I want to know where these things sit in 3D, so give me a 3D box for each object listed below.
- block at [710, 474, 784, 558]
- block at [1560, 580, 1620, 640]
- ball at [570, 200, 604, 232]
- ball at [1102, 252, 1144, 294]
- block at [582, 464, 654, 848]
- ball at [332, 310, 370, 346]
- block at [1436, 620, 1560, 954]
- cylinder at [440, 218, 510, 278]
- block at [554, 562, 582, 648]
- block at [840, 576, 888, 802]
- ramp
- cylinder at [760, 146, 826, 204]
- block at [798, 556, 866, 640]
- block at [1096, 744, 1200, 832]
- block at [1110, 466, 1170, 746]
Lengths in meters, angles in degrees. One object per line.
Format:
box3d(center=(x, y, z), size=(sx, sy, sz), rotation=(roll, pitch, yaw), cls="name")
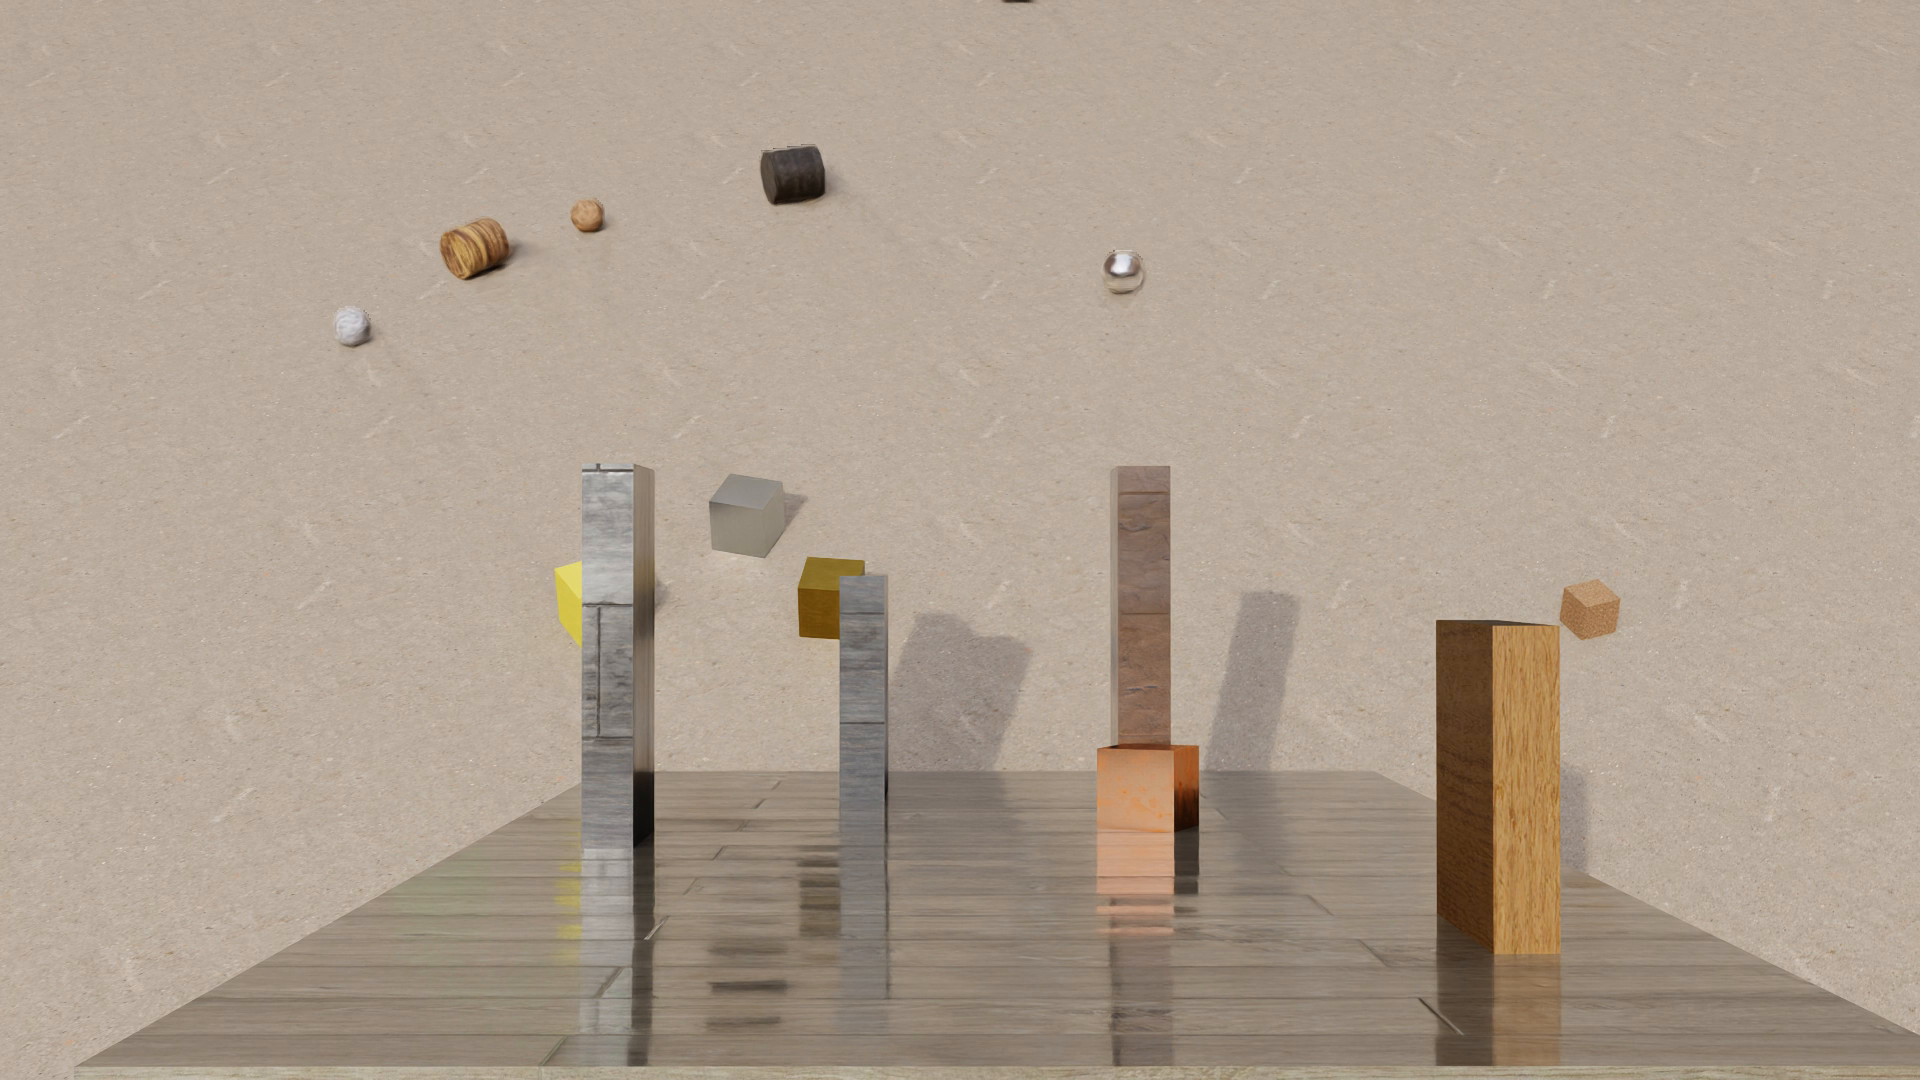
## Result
box3d(center=(-0.639, -0.073, 7.792), size=(0.171, 0.171, 0.171), rotation=(9, 33, 14), cls="block")
box3d(center=(1.801, 0.199, 7.408), size=(0.114, 0.114, 0.114), rotation=(-12, 34, -19), cls="block")
box3d(center=(-1.391, -1.210, 9.670), size=(0.120, 0.120, 0.120), rotation=(0, 32, 0), cls="ball")
box3d(center=(0.577, -0.952, 9.227), size=(0.150, 0.150, 0.150), rotation=(0, 32, 0), cls="ball")
box3d(center=(-0.659, 0.218, 5.011), size=(0.096, 0.720, 0.339), rotation=(0, -1, 0), cls="block")
box3d(center=(-2.091, -0.730, 8.892), size=(0.125, 0.125, 0.125), rotation=(0, 32, 0), cls="ball")
box3d(center=(0.768, 0.341, 3.720), size=(0.091, 0.444, 0.418), rotation=(0, -1, 0), cls="block")
box3d(center=(-1.754, -1.055, 9.370), size=(0.175, 0.175, 0.175), rotation=(26, 40, 35), cls="cylinder")
box3d(center=(-1.031, 0.175, 7.385), size=(0.179, 0.179, 0.179), rotation=(-17, 36, -25), cls="block")
box3d(center=(-0.221, 0.336, 5.998), size=(0.102, 0.507, 0.321), rotation=(0, -1, 0), cls="block")
box3d(center=(0.071, 0.625, 4.714), size=(2.000, 0.100, 4.000), rotation=(0, -1, 0), cls="ramp")
box3d(center=(-0.637, -1.393, 9.891), size=(0.196, 0.196, 0.196), rotation=(-11, 33, -18), cls="cylinder")
box3d(center=(-0.366, 0.168, 7.409), size=(0.167, 0.167, 0.167), rotation=(4, 32, 6), cls="block")
box3d(center=(0.381, 0.500, 5.241), size=(0.162, 0.162, 0.162), rotation=(0, -1, 23), cls="block")
box3d(center=(0.380, 0.216, 5.483), size=(0.109, 0.735, 0.263), rotation=(0, -1, 0), cls="block")
